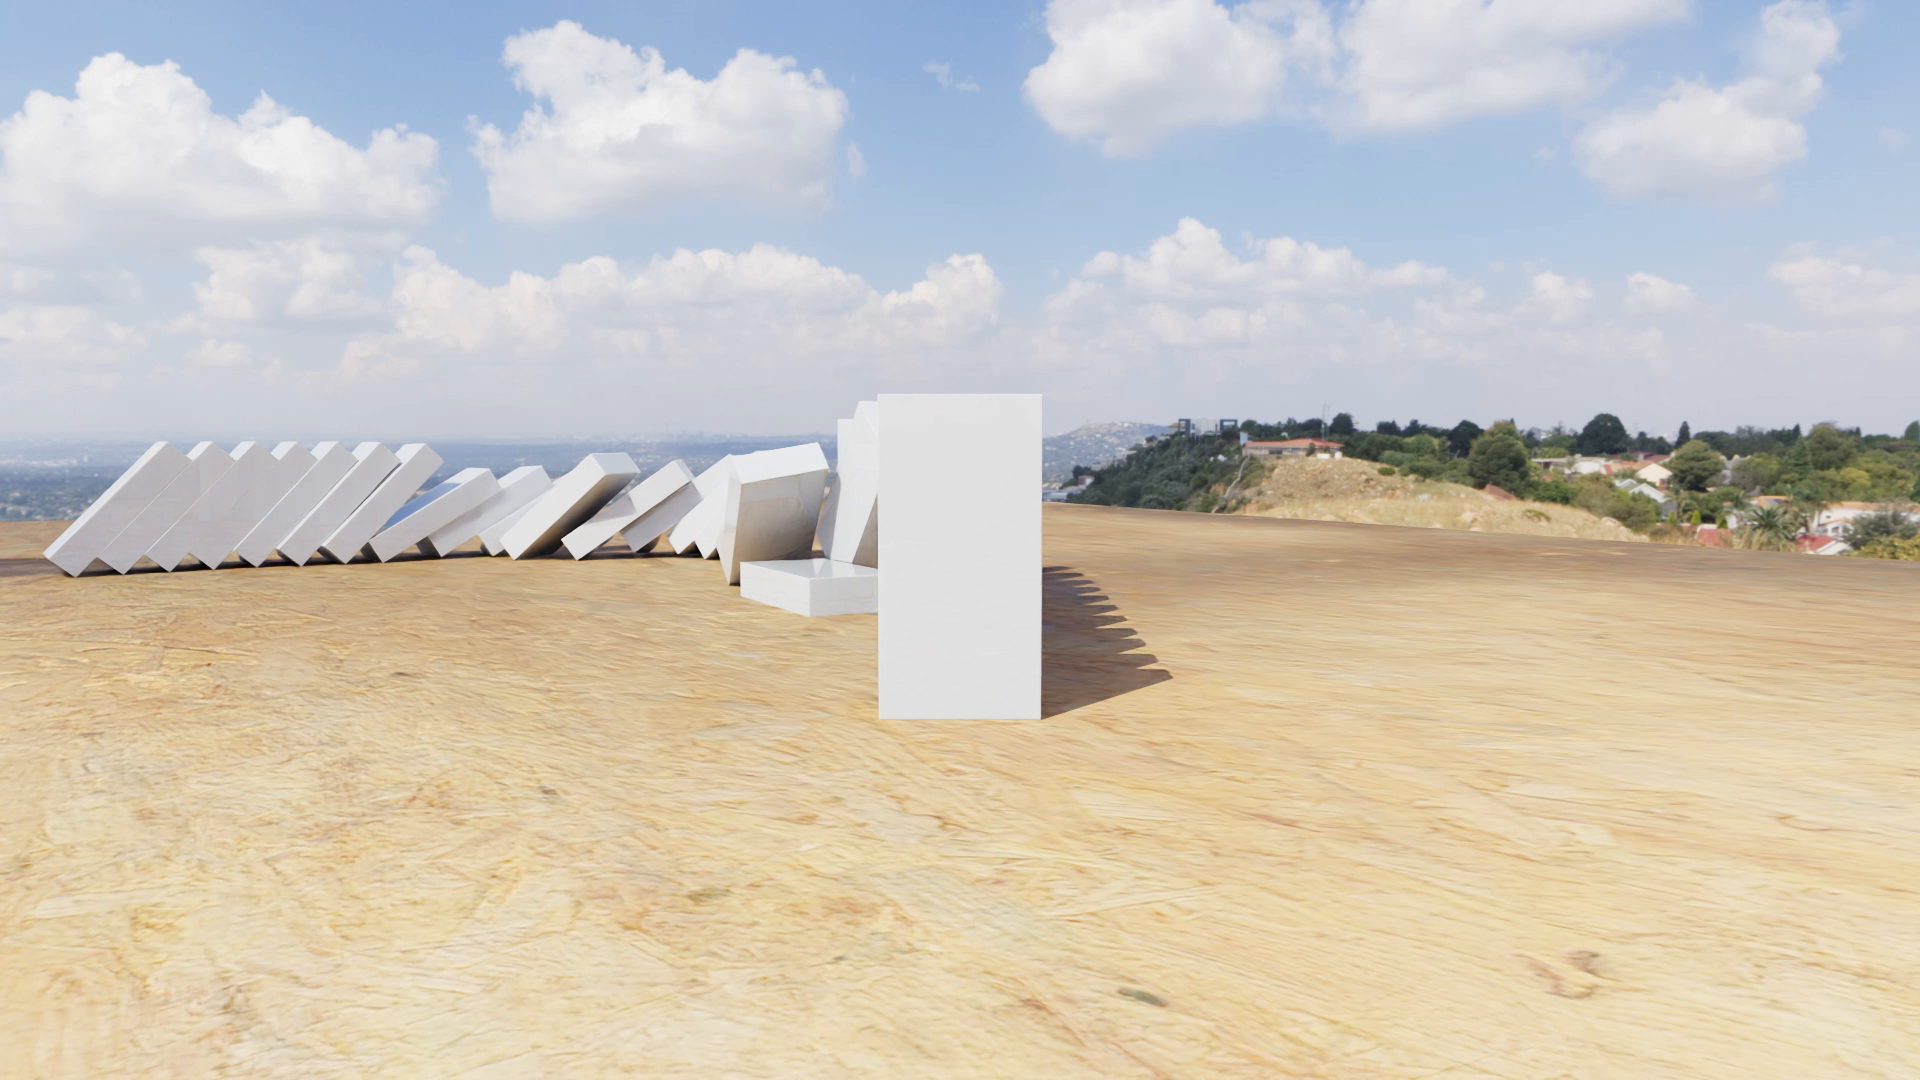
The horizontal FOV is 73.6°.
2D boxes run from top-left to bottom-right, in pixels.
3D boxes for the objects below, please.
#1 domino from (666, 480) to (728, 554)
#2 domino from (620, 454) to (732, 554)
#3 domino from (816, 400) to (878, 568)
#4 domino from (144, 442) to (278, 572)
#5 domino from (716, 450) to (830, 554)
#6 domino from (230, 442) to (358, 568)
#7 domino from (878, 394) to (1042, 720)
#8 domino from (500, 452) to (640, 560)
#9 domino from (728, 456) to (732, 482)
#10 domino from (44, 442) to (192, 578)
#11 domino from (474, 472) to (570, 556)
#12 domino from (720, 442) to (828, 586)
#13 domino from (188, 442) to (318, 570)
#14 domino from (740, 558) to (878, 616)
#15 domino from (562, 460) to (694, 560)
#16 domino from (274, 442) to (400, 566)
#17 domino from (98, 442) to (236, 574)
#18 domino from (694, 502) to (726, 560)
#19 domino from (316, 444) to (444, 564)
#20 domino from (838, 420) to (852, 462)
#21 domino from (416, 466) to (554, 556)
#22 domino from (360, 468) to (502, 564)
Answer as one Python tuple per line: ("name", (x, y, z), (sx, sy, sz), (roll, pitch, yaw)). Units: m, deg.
("domino", (-0.084, -0.014, 0.482), (0.050, 0.009, 0.025), (-39, -12, 16))
("domino", (-0.104, -0.013, 0.489), (0.050, 0.010, 0.025), (-36, 1, -2))
("domino", (-0.026, -0.011, 0.358), (0.010, 0.050, 0.025), (-2, 46, -28))
("domino", (-0.259, -0.012, 0.441), (0.025, 0.050, 0.009), (5, -36, 51))
("domino", (-0.066, -0.011, 0.451), (0.025, 0.009, 0.050), (-3, -36, -32))
("domino", (-0.239, -0.013, 0.457), (0.025, 0.050, 0.009), (5, -36, 51))
("domino", (0.000, 0.002, 0.201), (0.025, 0.050, 0.009), (0, 4, 0))
("domino", (-0.144, -0.013, 0.474), (0.050, 0.010, 0.025), (-40, -6, 15))
("domino", (-0.058, -0.007, 0.393), (0.025, 0.009, 0.050), (-6, -34, -16))
("domino", (-0.279, -0.011, 0.424), (0.025, 0.050, 0.010), (5, -36, 51))
("domino", (-0.164, -0.012, 0.499), (0.050, 0.009, 0.025), (-36, 18, -22))
("domino", (-0.055, -0.007, 0.373), (0.025, 0.009, 0.050), (-12, -31, -22))
("domino", (-0.249, -0.013, 0.450), (0.025, 0.050, 0.010), (5, -36, 51))
("domino", (-0.038, 0.012, 0.343), (0.025, 0.010, 0.050), (-2, 5, -29))
("domino", (-0.123, -0.012, 0.480), (0.050, 0.009, 0.025), (-36, 7, -2))
("domino", (-0.226, -0.014, 0.462), (0.025, 0.050, 0.009), (5, -36, 51))
("domino", (-0.269, -0.012, 0.433), (0.025, 0.050, 0.010), (6, -35, 51))
("domino", (-0.073, -0.012, 0.469), (0.050, 0.010, 0.025), (-44, -22, 30))
("domino", (-0.213, -0.014, 0.467), (0.025, 0.050, 0.009), (4, -39, 50))
("domino", (-0.025, -0.012, 0.393), (0.025, 0.050, 0.009), (3, 5, 33))
("domino", (-0.184, -0.012, 0.493), (0.050, 0.009, 0.025), (-39, 24, -30))
("domino", (-0.199, -0.010, 0.479), (0.050, 0.010, 0.025), (-39, 26, -30))
